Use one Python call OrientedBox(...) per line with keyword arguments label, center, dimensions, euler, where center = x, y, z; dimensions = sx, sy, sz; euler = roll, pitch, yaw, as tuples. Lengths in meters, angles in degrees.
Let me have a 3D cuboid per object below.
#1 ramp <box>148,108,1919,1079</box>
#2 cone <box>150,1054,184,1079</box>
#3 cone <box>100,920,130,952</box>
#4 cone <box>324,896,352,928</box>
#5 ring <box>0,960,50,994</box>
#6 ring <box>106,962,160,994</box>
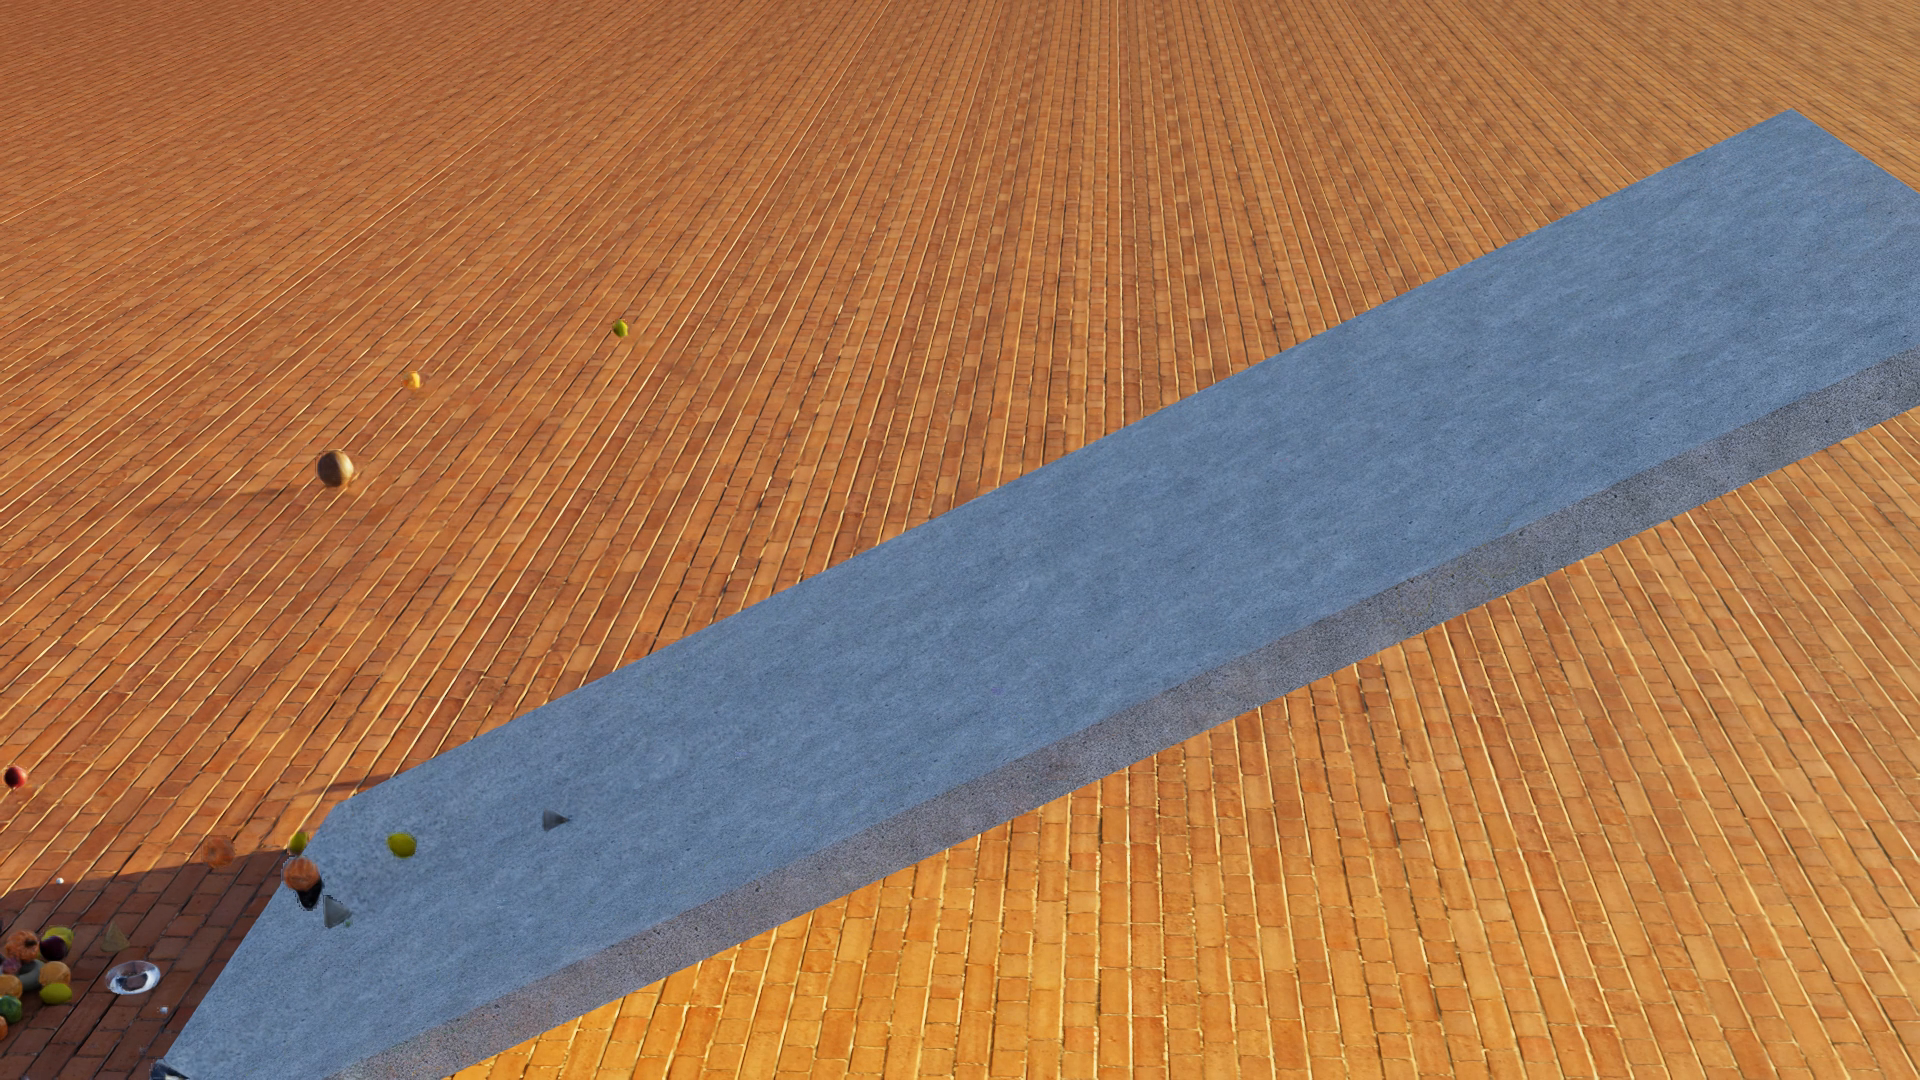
OrientedBox(label="ramp", center=(0.139, 0.168, 6.281), dimensions=(4.000, 0.100, 2.000), euler=(-25, 14, 10))
OrientedBox(label="cone", center=(-1.594, 1.094, 5.973), dimensions=(0.072, 0.072, 0.072), euler=(27, 24, 12))
OrientedBox(label="cone", center=(-1.998, 0.929, 6.948), dimensions=(0.069, 0.069, 0.069), euler=(0, 17, 0))
OrientedBox(label="cone", center=(-1.392, 0.817, 6.524), dimensions=(0.065, 0.065, 0.065), euler=(-26, 14, 7))
OrientedBox(label="ring", center=(-2.157, 1.002, 6.751), dimensions=(0.130, 0.043, 0.130), euler=(-1, 17, 0))
OrientedBox(label="ring", center=(-1.898, 1.004, 6.748), dimensions=(0.123, 0.041, 0.123), euler=(-1, 17, 0))
